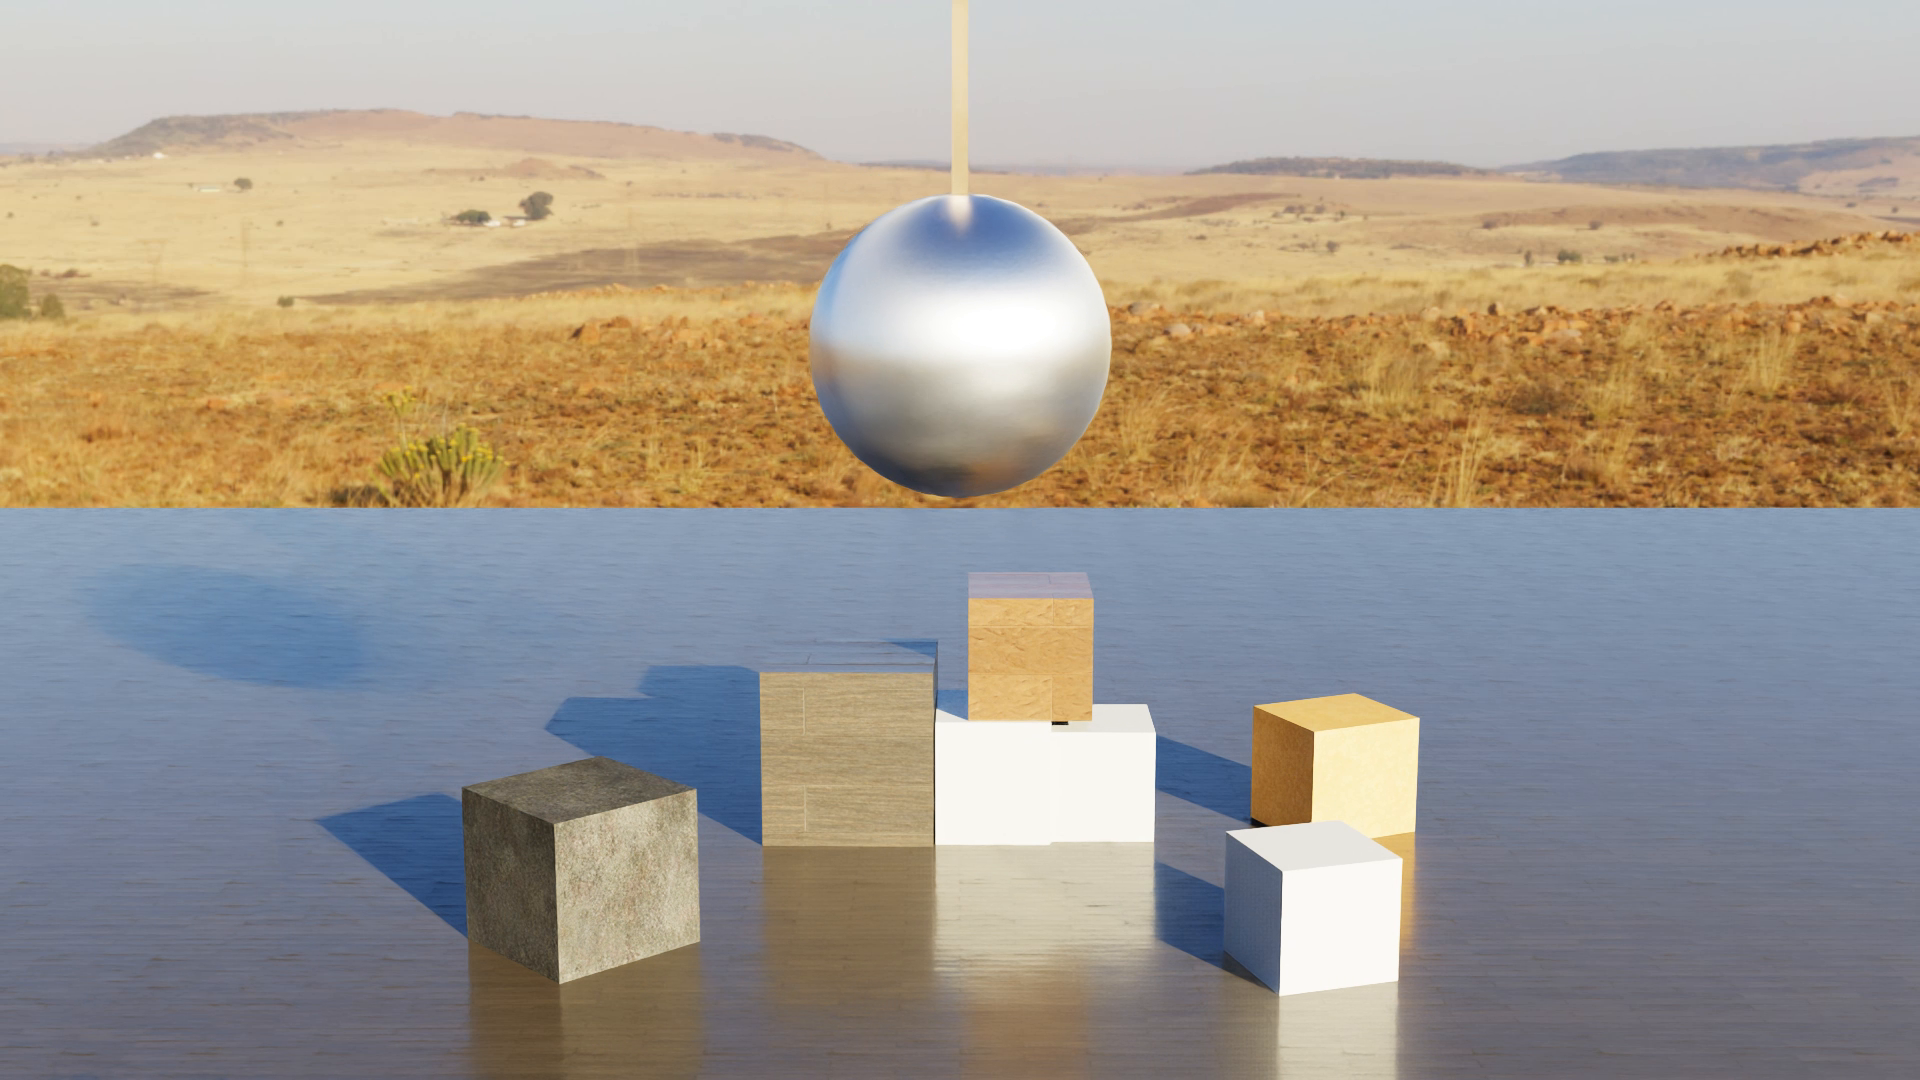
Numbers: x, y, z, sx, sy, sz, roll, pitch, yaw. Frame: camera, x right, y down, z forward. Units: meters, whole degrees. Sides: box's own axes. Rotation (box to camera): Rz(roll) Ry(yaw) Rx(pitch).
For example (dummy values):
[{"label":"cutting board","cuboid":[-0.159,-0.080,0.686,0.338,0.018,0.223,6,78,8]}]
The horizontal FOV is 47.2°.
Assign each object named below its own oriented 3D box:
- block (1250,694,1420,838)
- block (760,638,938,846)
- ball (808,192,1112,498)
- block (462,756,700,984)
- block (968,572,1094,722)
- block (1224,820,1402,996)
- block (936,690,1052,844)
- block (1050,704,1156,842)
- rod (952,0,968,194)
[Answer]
[{"label":"block","cuboid":[1.935,1.182,11.387,0.634,0.601,0.565,-5,11,-24]},{"label":"block","cuboid":[-0.557,1.032,11.375,0.862,0.899,0.768,0,10,1]},{"label":"ball","cuboid":[0.000,-1.022,11.595,1.600,1.600,1.600,0,10,0]},{"label":"block","cuboid":[-1.674,1.434,9.719,0.734,0.701,0.736,-10,14,-43]},{"label":"block","cuboid":[0.354,0.539,11.295,0.620,0.627,0.667,0,10,0]},{"label":"block","cuboid":[1.505,1.567,9.439,0.550,0.540,0.560,-3,11,-18]},{"label":"block","cuboid":[0.169,1.166,11.378,0.578,0.635,0.672,0,10,0]},{"label":"block","cuboid":[0.721,1.199,11.379,0.527,0.570,0.561,0,10,0]},{"label":"rod","cuboid":[0.000,-4.291,10.660,0.080,5.200,0.080,0,16,0]}]
